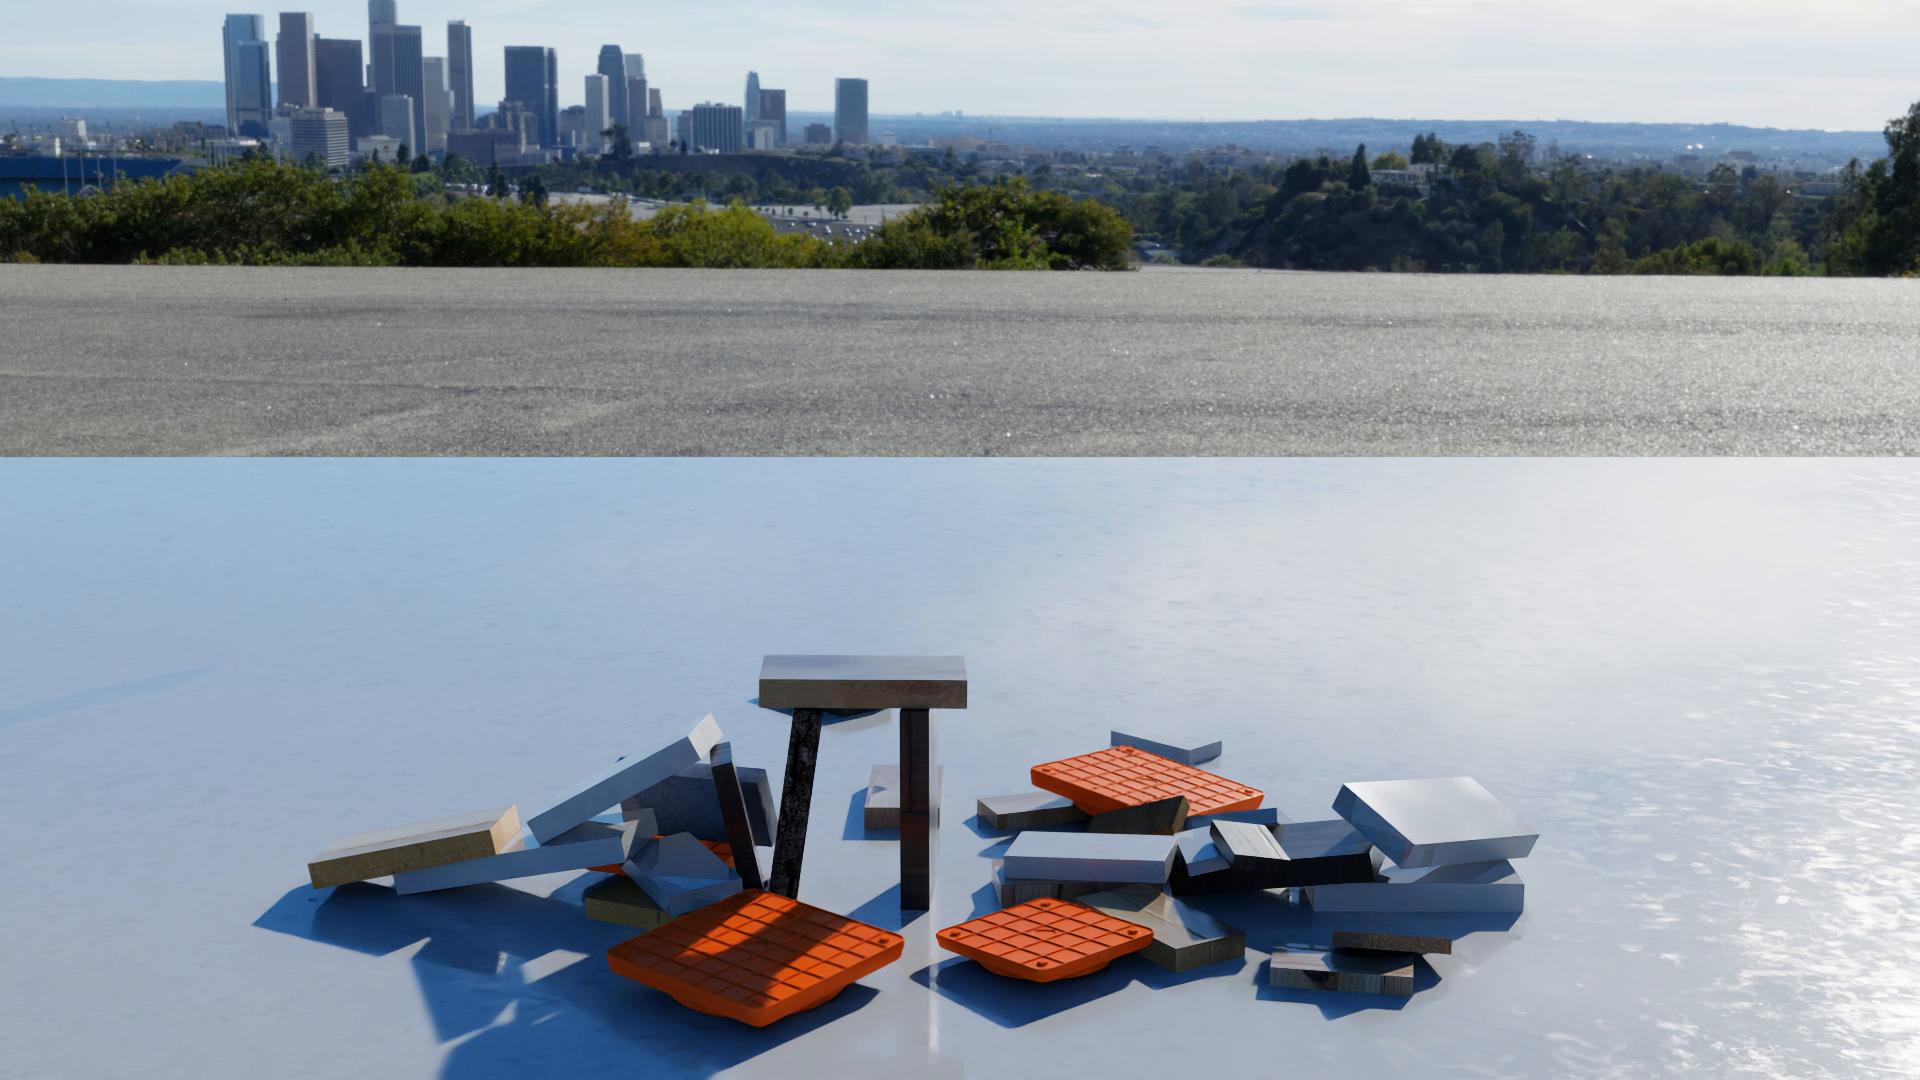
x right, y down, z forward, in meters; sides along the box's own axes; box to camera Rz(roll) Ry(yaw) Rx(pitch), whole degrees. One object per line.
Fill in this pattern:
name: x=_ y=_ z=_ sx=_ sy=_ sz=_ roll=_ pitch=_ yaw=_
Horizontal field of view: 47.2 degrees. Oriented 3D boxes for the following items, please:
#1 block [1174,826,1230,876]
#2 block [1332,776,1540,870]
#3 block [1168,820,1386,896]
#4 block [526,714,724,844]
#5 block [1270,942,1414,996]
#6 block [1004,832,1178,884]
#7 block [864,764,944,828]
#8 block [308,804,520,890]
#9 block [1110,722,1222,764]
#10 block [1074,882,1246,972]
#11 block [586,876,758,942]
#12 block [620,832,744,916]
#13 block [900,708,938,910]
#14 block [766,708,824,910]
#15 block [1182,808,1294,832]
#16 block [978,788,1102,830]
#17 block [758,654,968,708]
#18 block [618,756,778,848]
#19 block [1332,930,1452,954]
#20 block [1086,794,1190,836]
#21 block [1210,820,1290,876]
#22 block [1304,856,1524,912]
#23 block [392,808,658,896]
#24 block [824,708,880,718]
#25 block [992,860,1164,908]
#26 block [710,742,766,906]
block: x=0.408 y=0.516 z=3.668 sx=0.081 sy=0.023 sz=0.162 roll=-12 pitch=10 yaw=0
block: x=0.796 y=0.469 z=3.669 sx=0.340 sy=0.048 sz=0.170 roll=3 pitch=28 yaw=-41
block: x=0.533 y=0.526 z=3.666 sx=0.340 sy=0.048 sz=0.170 roll=-8 pitch=11 yaw=22
block: x=-0.555 y=0.396 z=3.655 sx=0.314 sy=0.044 sz=0.157 roll=-28 pitch=5 yaw=11
block: x=0.573 y=0.643 z=3.300 sx=0.209 sy=0.030 sz=0.104 roll=2 pitch=11 yaw=11
block: x=0.219 y=0.527 z=3.659 sx=0.268 sy=0.038 sz=0.134 roll=0 pitch=10 yaw=15
block: x=-0.103 y=0.482 z=4.146 sx=0.138 sy=0.039 sz=0.275 roll=0 pitch=11 yaw=1
block: x=-0.913 y=0.514 z=3.692 sx=0.314 sy=0.044 sz=0.157 roll=-11 pitch=8 yaw=5
block: x=0.423 y=0.416 z=4.522 sx=0.104 sy=0.030 sz=0.209 roll=-10 pitch=15 yaw=-44
block: x=0.312 y=0.608 z=3.466 sx=0.134 sy=0.038 sz=0.268 roll=-6 pitch=12 yaw=-31
block: x=-0.465 y=0.593 z=3.555 sx=0.248 sy=0.035 sz=0.124 roll=5 pitch=12 yaw=24
block: x=-0.458 y=0.543 z=3.593 sx=0.124 sy=0.035 sz=0.248 roll=-11 pitch=15 yaw=-26
block: x=-0.068 y=0.425 z=3.642 sx=0.047 sy=0.335 sz=0.167 roll=1 pitch=11 yaw=4
block: x=-0.270 y=0.423 z=3.641 sx=0.047 sy=0.335 sz=0.167 roll=8 pitch=10 yaw=-3
block: x=0.476 y=0.496 z=3.812 sx=0.183 sy=0.026 sz=0.091 roll=-9 pitch=-24 yaw=24
block: x=0.148 y=0.498 z=4.083 sx=0.209 sy=0.030 sz=0.104 roll=-4 pitch=11 yaw=-20
block: x=-0.158 y=0.232 z=3.621 sx=0.335 sy=0.047 sz=0.167 roll=0 pitch=11 yaw=-2
block: x=-0.453 y=0.448 z=3.769 sx=0.275 sy=0.138 sz=0.039 roll=3 pitch=33 yaw=20
block: x=0.656 y=0.611 z=3.339 sx=0.162 sy=0.023 sz=0.081 roll=9 pitch=-11 yaw=-25
block: x=0.305 y=0.500 z=3.830 sx=0.183 sy=0.026 sz=0.091 roll=-17 pitch=24 yaw=30
block: x=0.471 y=0.500 z=3.586 sx=0.091 sy=0.026 sz=0.183 roll=7 pitch=9 yaw=-6
block: x=0.749 y=0.566 z=3.664 sx=0.340 sy=0.048 sz=0.170 roll=0 pitch=11 yaw=1
block: x=-0.727 y=0.521 z=3.685 sx=0.413 sy=0.044 sz=0.157 roll=-10 pitch=8 yaw=14
block: x=-0.296 y=0.339 z=4.914 sx=0.138 sy=0.039 sz=0.275 roll=-9 pitch=14 yaw=-41
block: x=0.194 y=0.569 z=3.676 sx=0.268 sy=0.038 sz=0.134 roll=-1 pitch=11 yaw=-6
block: x=-0.367 y=0.470 z=3.631 sx=0.035 sy=0.248 sz=0.124 roll=-13 pitch=12 yaw=-5
